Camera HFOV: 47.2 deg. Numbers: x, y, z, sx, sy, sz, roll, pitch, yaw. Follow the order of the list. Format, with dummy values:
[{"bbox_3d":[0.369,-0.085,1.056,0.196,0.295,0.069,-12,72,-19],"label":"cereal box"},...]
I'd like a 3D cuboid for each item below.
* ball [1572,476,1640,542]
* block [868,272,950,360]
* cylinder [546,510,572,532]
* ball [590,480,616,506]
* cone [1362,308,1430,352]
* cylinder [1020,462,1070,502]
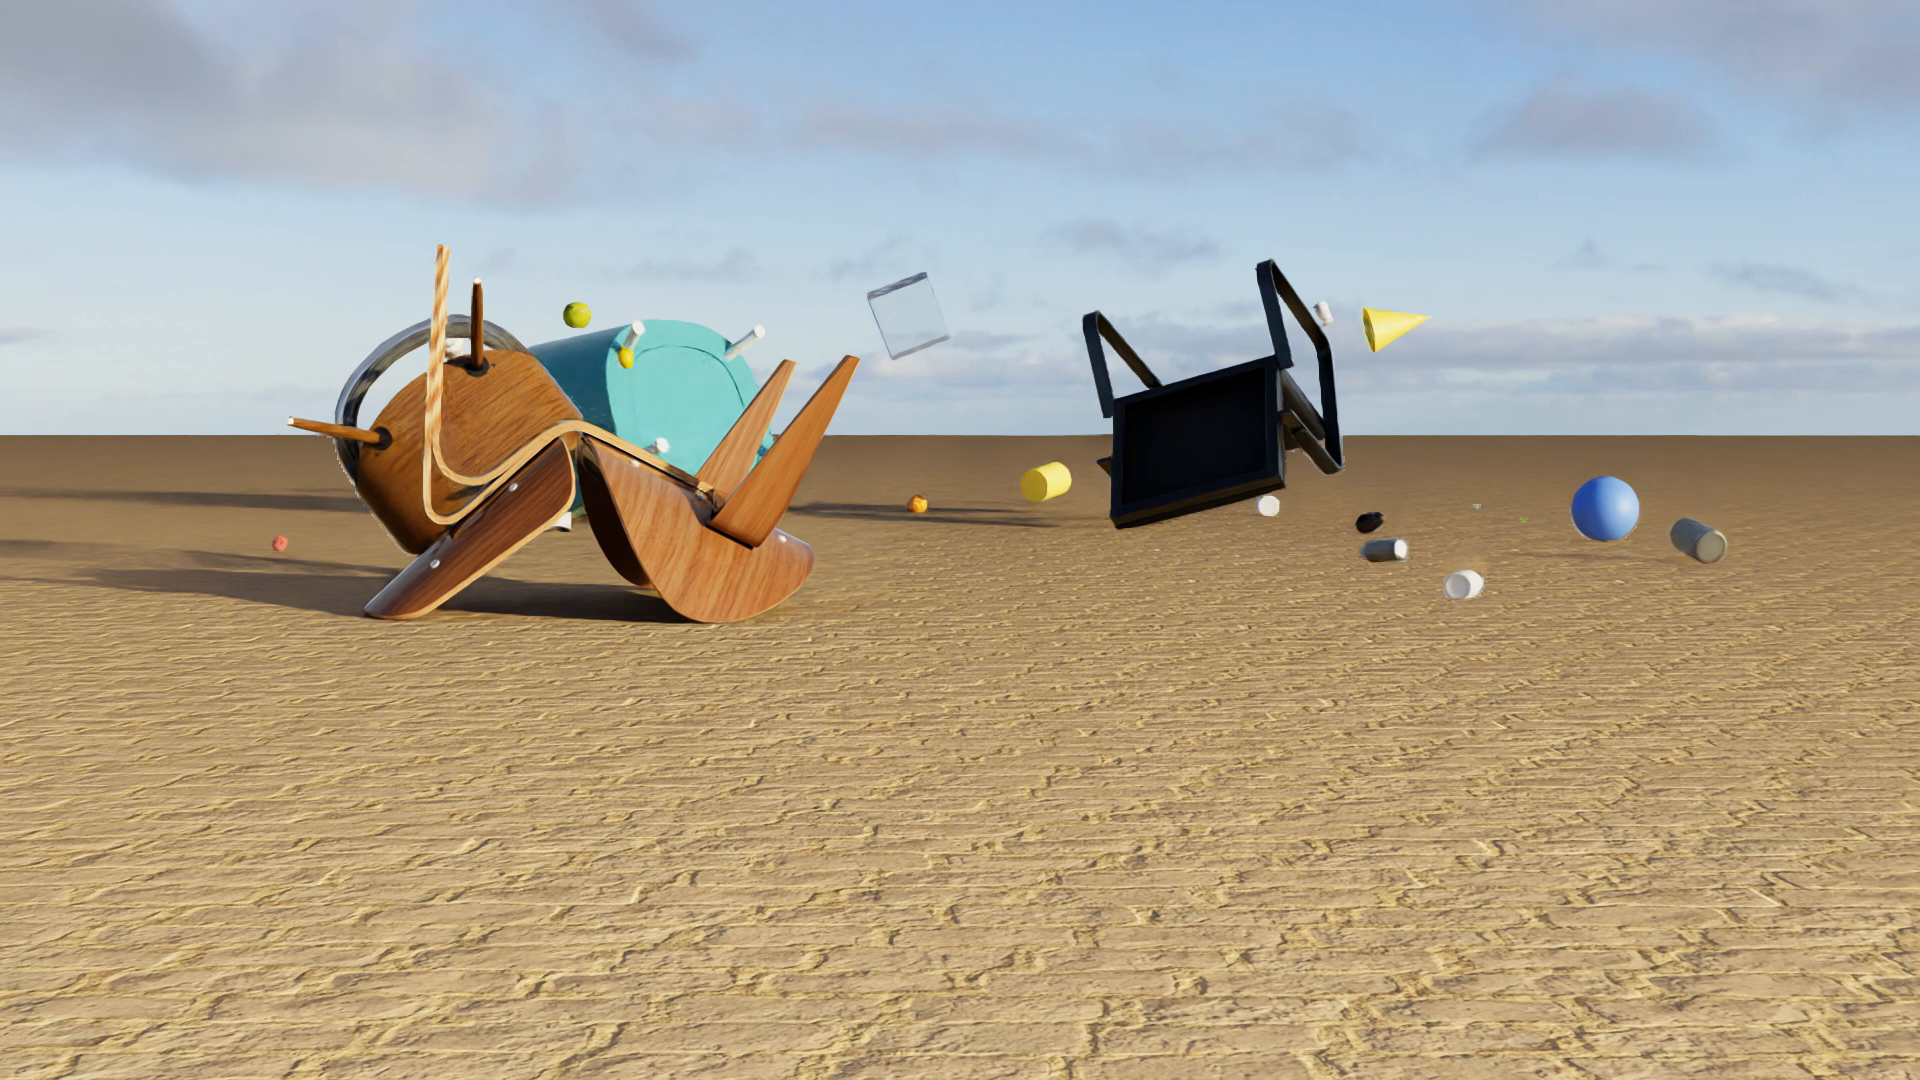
[{"bbox_3d":[1.901,-0.091,6.479,0.192,0.192,0.192,0,4,0],"label":"ball"},{"bbox_3d":[-0.182,-0.797,7.818,0.224,0.236,0.105,-20,22,4],"label":"block"},{"bbox_3d":[-1.257,-0.061,6.897,0.080,0.051,0.061,17,-20,-42],"label":"cylinder"},{"bbox_3d":[-1.371,-0.180,8.447,0.099,0.099,0.099,0,4,0],"label":"ball"},{"bbox_3d":[1.413,-0.695,7.051,0.205,0.144,0.164,-13,26,2],"label":"cone"},{"bbox_3d":[0.333,-0.225,8.562,0.136,0.129,0.147,-18,-5,-44],"label":"cylinder"}]
